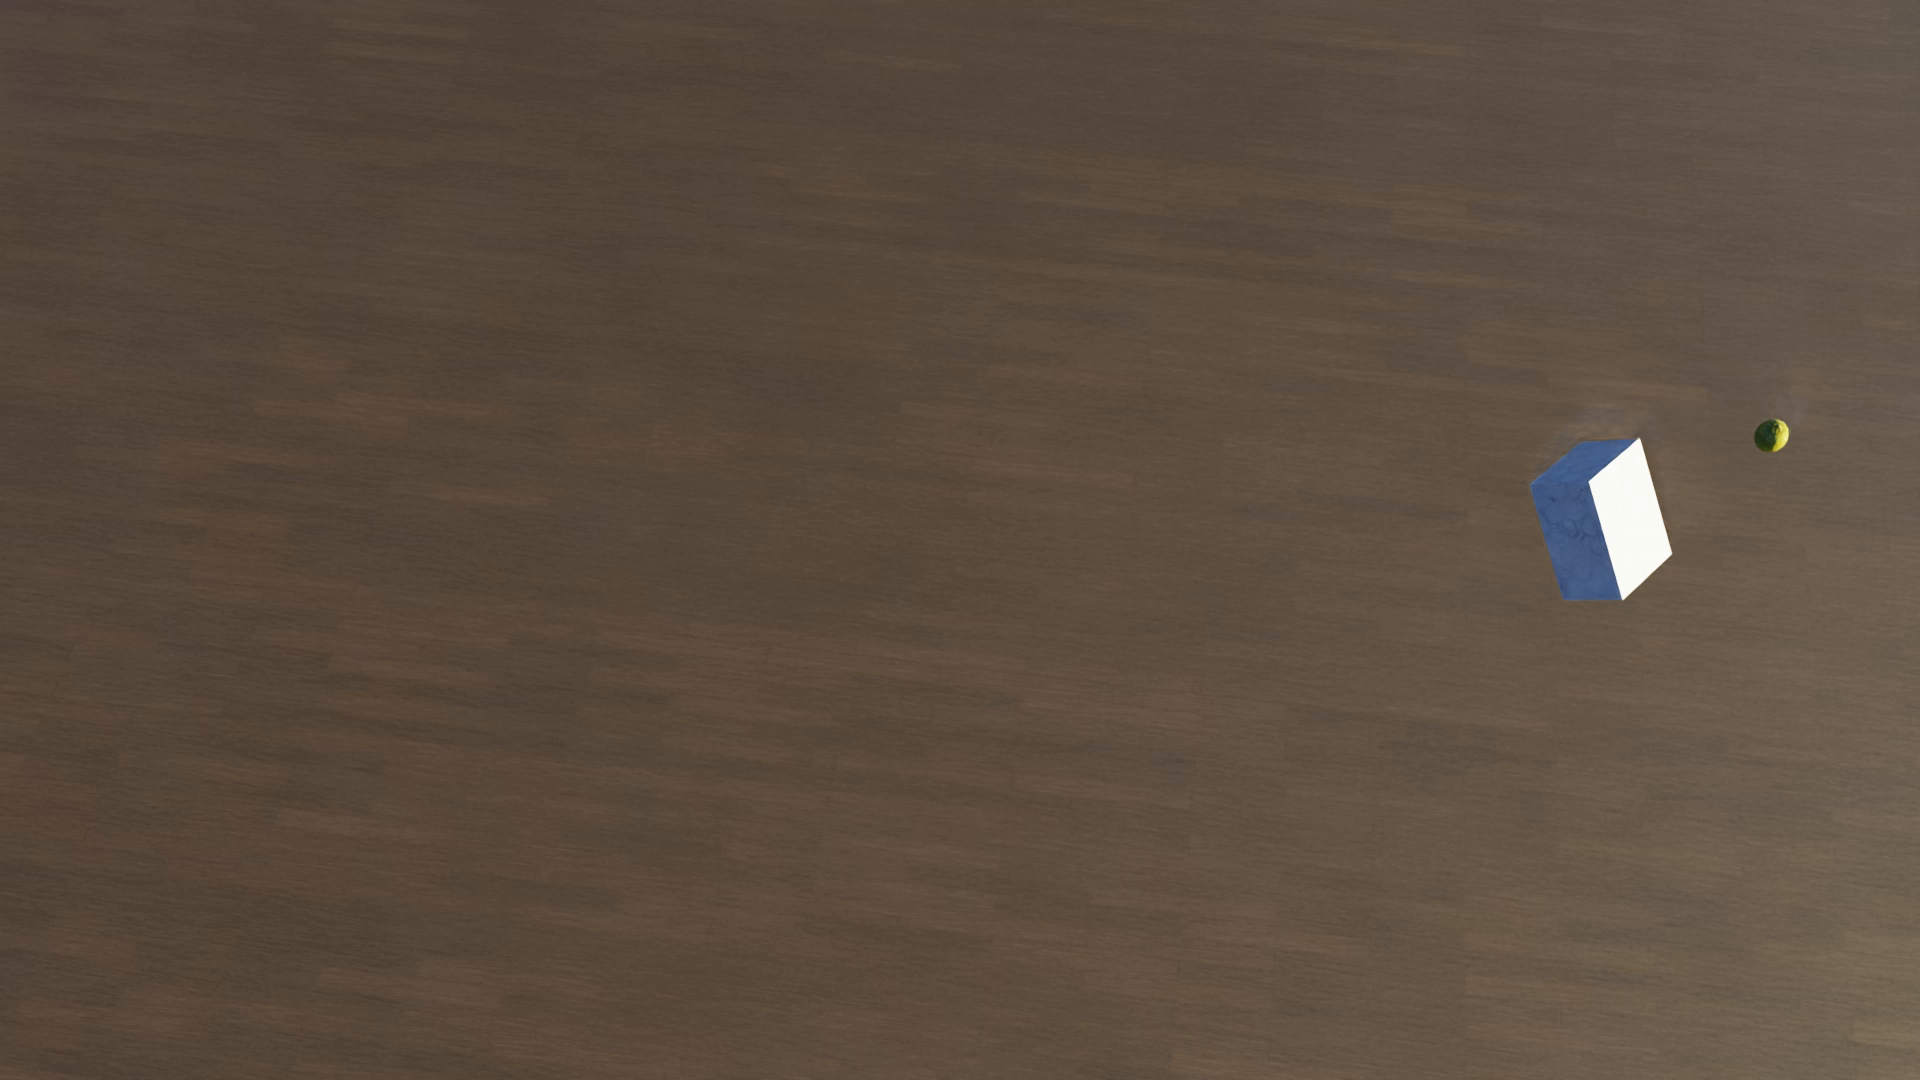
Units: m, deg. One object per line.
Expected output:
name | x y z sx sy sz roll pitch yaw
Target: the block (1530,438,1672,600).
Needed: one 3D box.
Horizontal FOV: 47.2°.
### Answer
block | 1.068 -0.034 3.663 0.112 0.213 0.173 -2 24 48
